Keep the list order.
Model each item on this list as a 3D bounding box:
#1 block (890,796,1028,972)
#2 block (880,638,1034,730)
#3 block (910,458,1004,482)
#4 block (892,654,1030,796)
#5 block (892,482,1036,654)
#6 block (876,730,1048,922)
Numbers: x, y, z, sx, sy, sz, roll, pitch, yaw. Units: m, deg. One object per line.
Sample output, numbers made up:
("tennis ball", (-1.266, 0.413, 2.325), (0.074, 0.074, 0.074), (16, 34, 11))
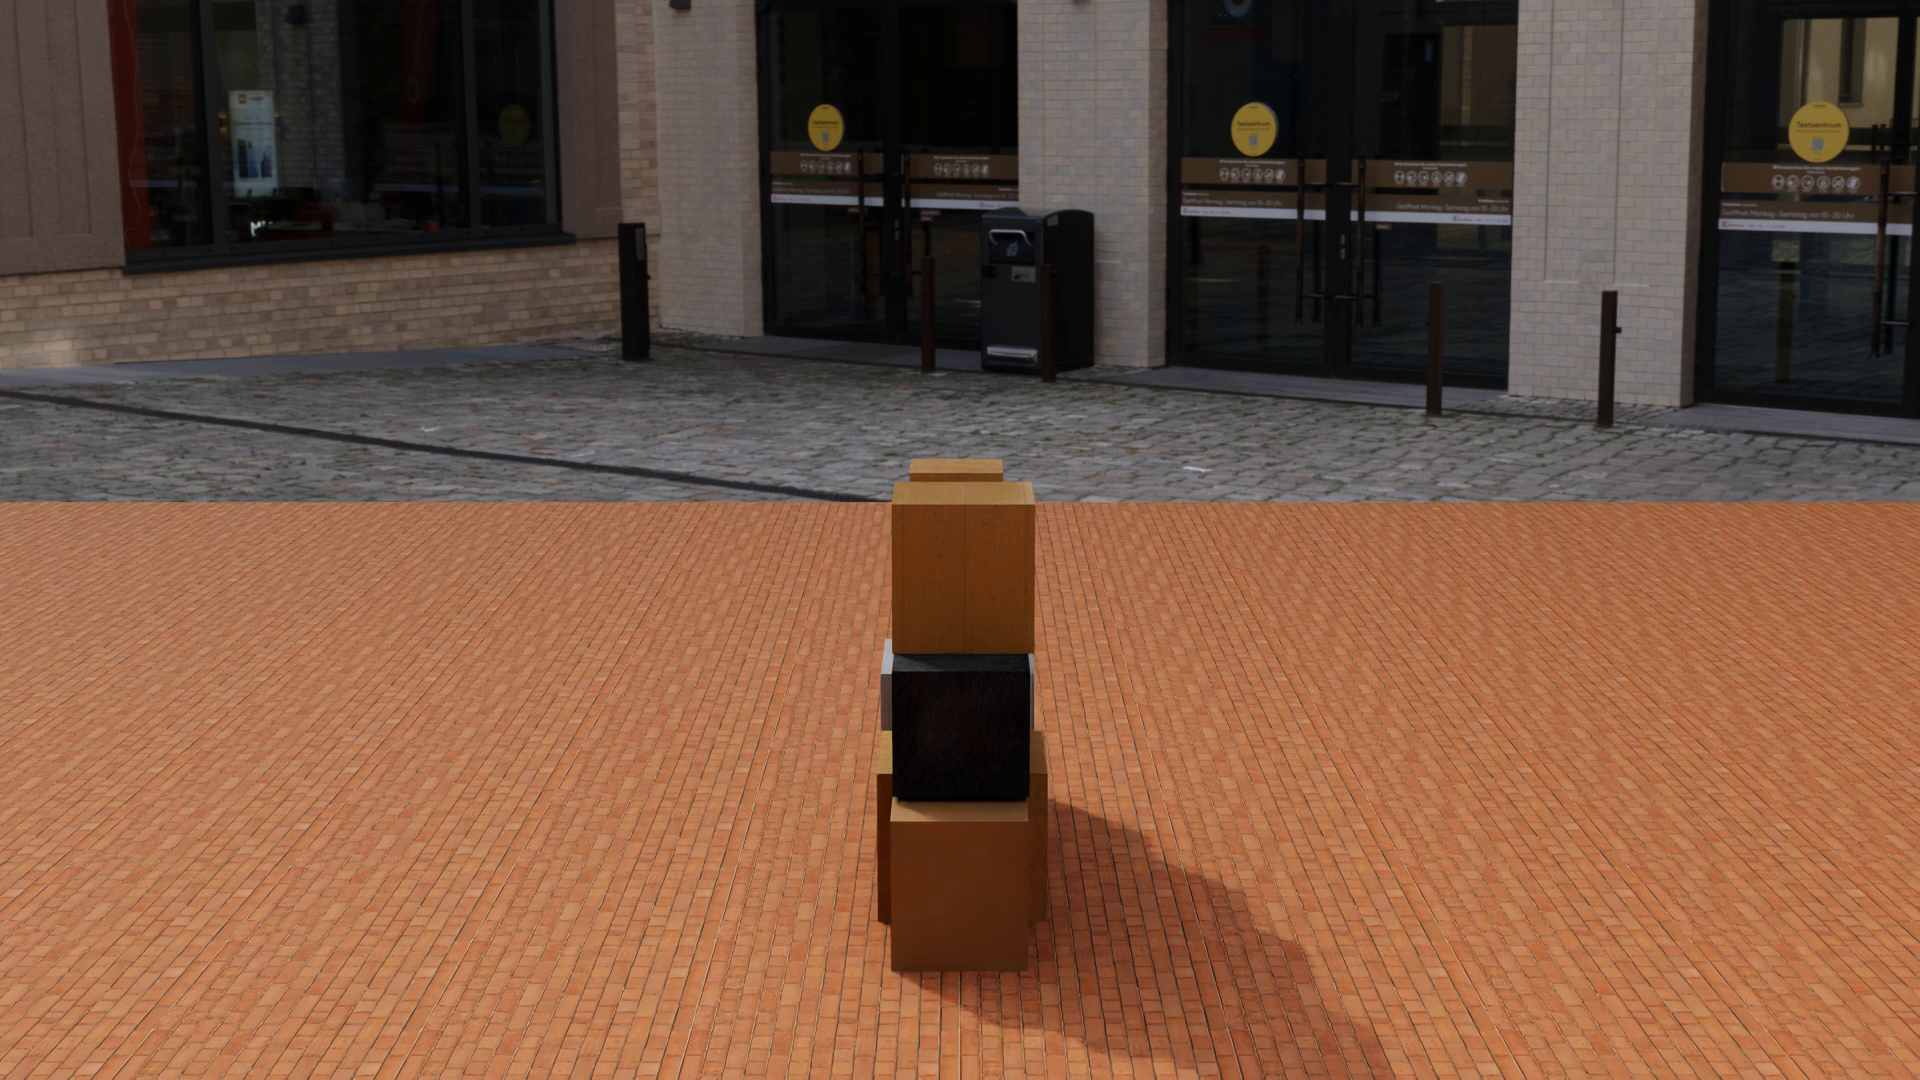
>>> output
("block", (-0.002, 1.353, 10.405), (0.543, 0.616, 0.599), (0, 10, 0))
("block", (-0.011, 0.931, 12.294), (0.711, 0.770, 0.749), (0, 10, 0))
("block", (-0.016, -0.136, 11.682), (0.418, 0.409, 0.428), (0, 10, 0))
("block", (0.004, 0.723, 10.560), (0.551, 0.518, 0.607), (0, 10, 0))
("block", (0.014, 0.108, 10.761), (0.584, 0.620, 0.593), (0, 10, 0))
("block", (0.009, 1.222, 11.058), (0.710, 0.640, 0.711), (0, 10, 0))
